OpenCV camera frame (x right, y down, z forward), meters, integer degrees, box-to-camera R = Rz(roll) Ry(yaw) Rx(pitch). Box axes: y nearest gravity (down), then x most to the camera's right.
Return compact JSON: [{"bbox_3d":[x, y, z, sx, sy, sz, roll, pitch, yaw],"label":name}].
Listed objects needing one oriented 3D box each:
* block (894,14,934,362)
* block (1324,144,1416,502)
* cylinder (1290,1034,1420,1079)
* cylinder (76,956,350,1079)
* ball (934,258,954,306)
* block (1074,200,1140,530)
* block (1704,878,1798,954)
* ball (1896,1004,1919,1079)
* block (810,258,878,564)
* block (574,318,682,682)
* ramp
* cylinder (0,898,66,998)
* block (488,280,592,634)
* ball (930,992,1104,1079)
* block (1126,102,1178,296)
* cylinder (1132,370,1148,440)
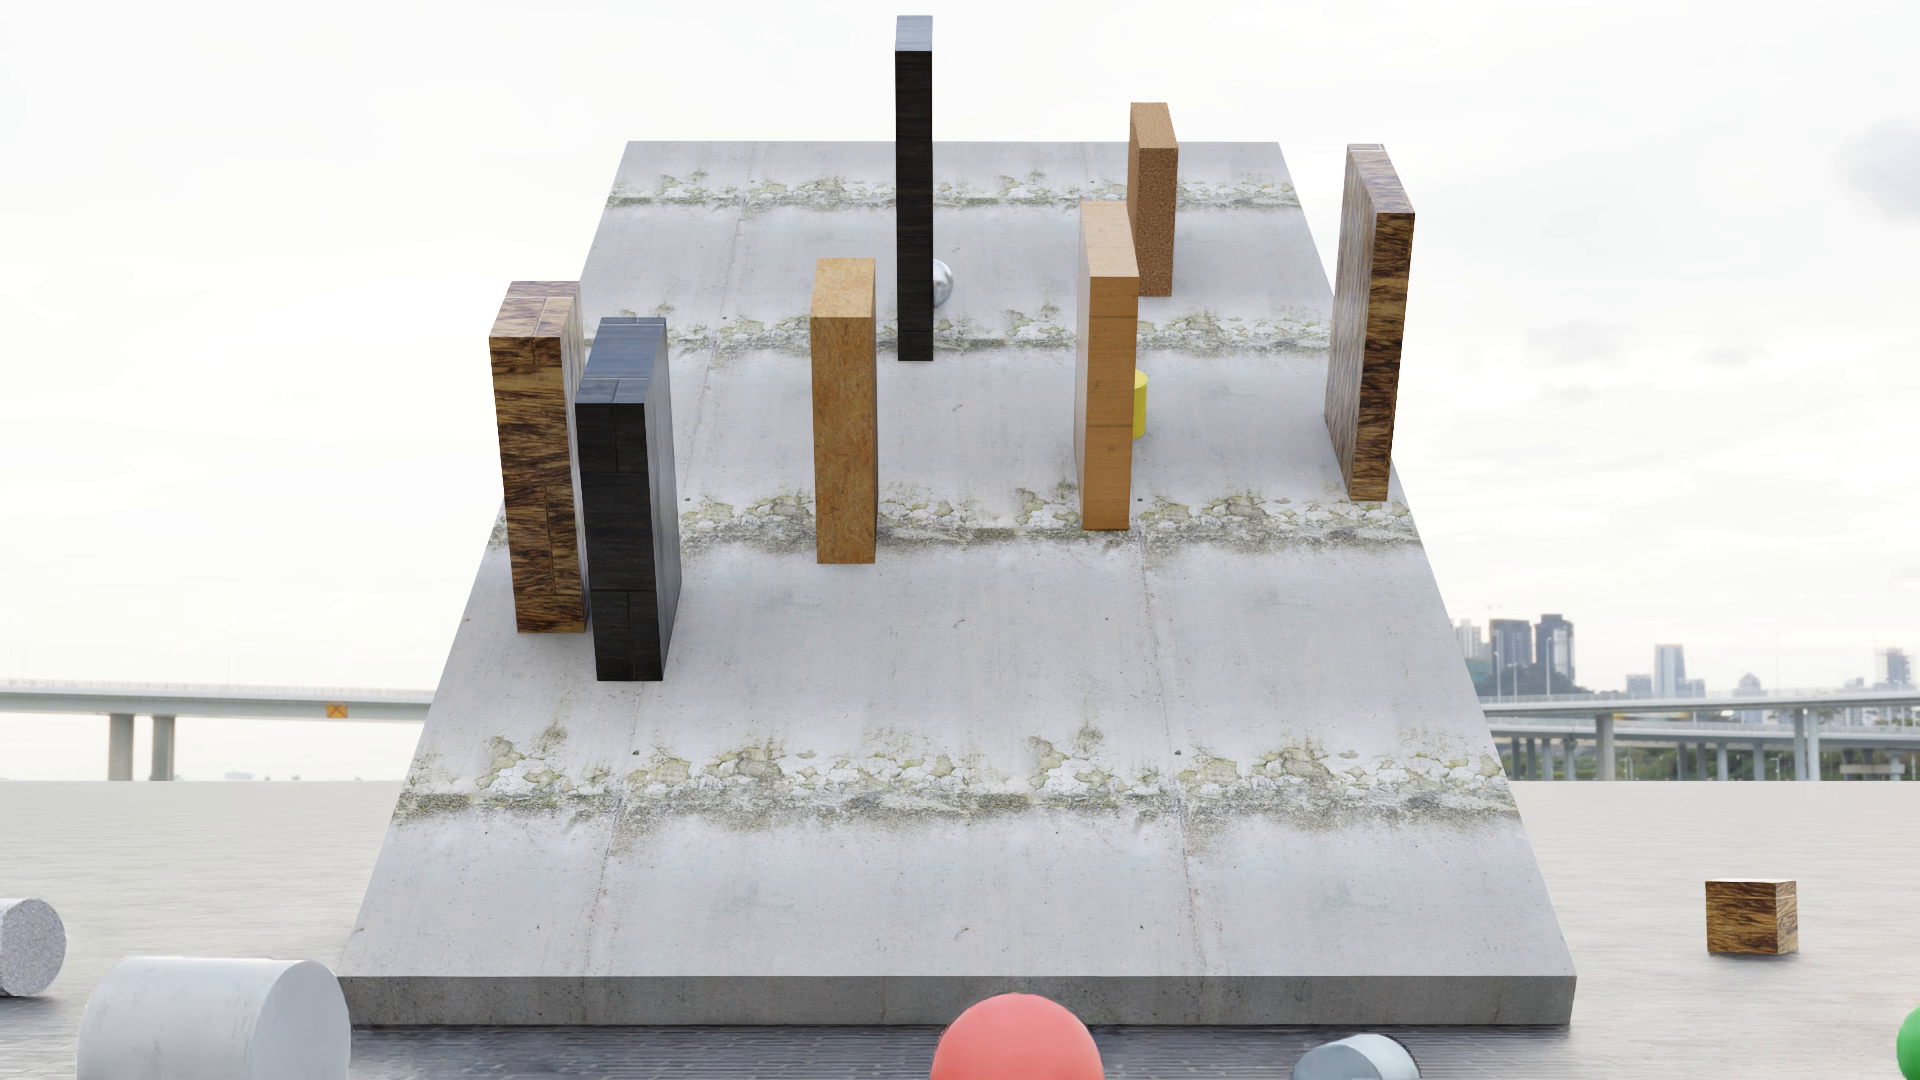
[{"bbox_3d":[-0.110,-0.858,5.881,0.088,0.790,0.285,0,29,0],"label":"block"},{"bbox_3d":[0.904,-0.486,5.328,0.080,0.677,0.429,0,29,0],"label":"block"},{"bbox_3d":[0.437,0.610,2.655,0.114,0.114,0.114,-3,-6,29],"label":"cylinder"},{"bbox_3d":[-0.796,0.551,2.571,0.204,0.204,0.204,-1,-6,15],"label":"cylinder"},{"bbox_3d":[-0.078,-0.667,6.222,0.126,0.126,0.126,0,-6,0],"label":"ball"},{"bbox_3d":[0.314,-0.383,5.227,0.100,0.591,0.432,0,29,0],"label":"block"},{"bbox_3d":[1.835,0.870,5.558,0.161,0.161,0.161,-4,-7,35],"label":"block"},{"bbox_3d":[1.216,0.624,2.927,0.138,0.138,0.138,0,-6,0],"label":"ball"},{"bbox_3d":[-0.240,-0.272,5.050,0.121,0.563,0.312,0,29,0],"label":"block"},{"bbox_3d":[-0.639,-0.081,4.667,0.126,0.596,0.389,0,29,0],"label":"block"},{"bbox_3d":[-0.012,-0.218,5.641,2.000,0.100,4.000,0,29,0],"label":"ramp"},{"bbox_3d":[-1.788,0.751,4.432,0.179,0.179,0.179,-3,-6,24],"label":"cylinder"},{"bbox_3d":[-0.817,-0.163,4.762,0.134,0.646,0.274,0,29,0],"label":"block"},{"bbox_3d":[0.059,0.560,2.483,0.179,0.179,0.179,0,-6,0],"label":"ball"},{"bbox_3d":[0.506,-0.907,6.369,0.099,0.409,0.365,0,29,0],"label":"block"},{"bbox_3d":[0.369,-0.317,5.584,0.130,0.130,0.130,0,29,0],"label":"cylinder"}]
